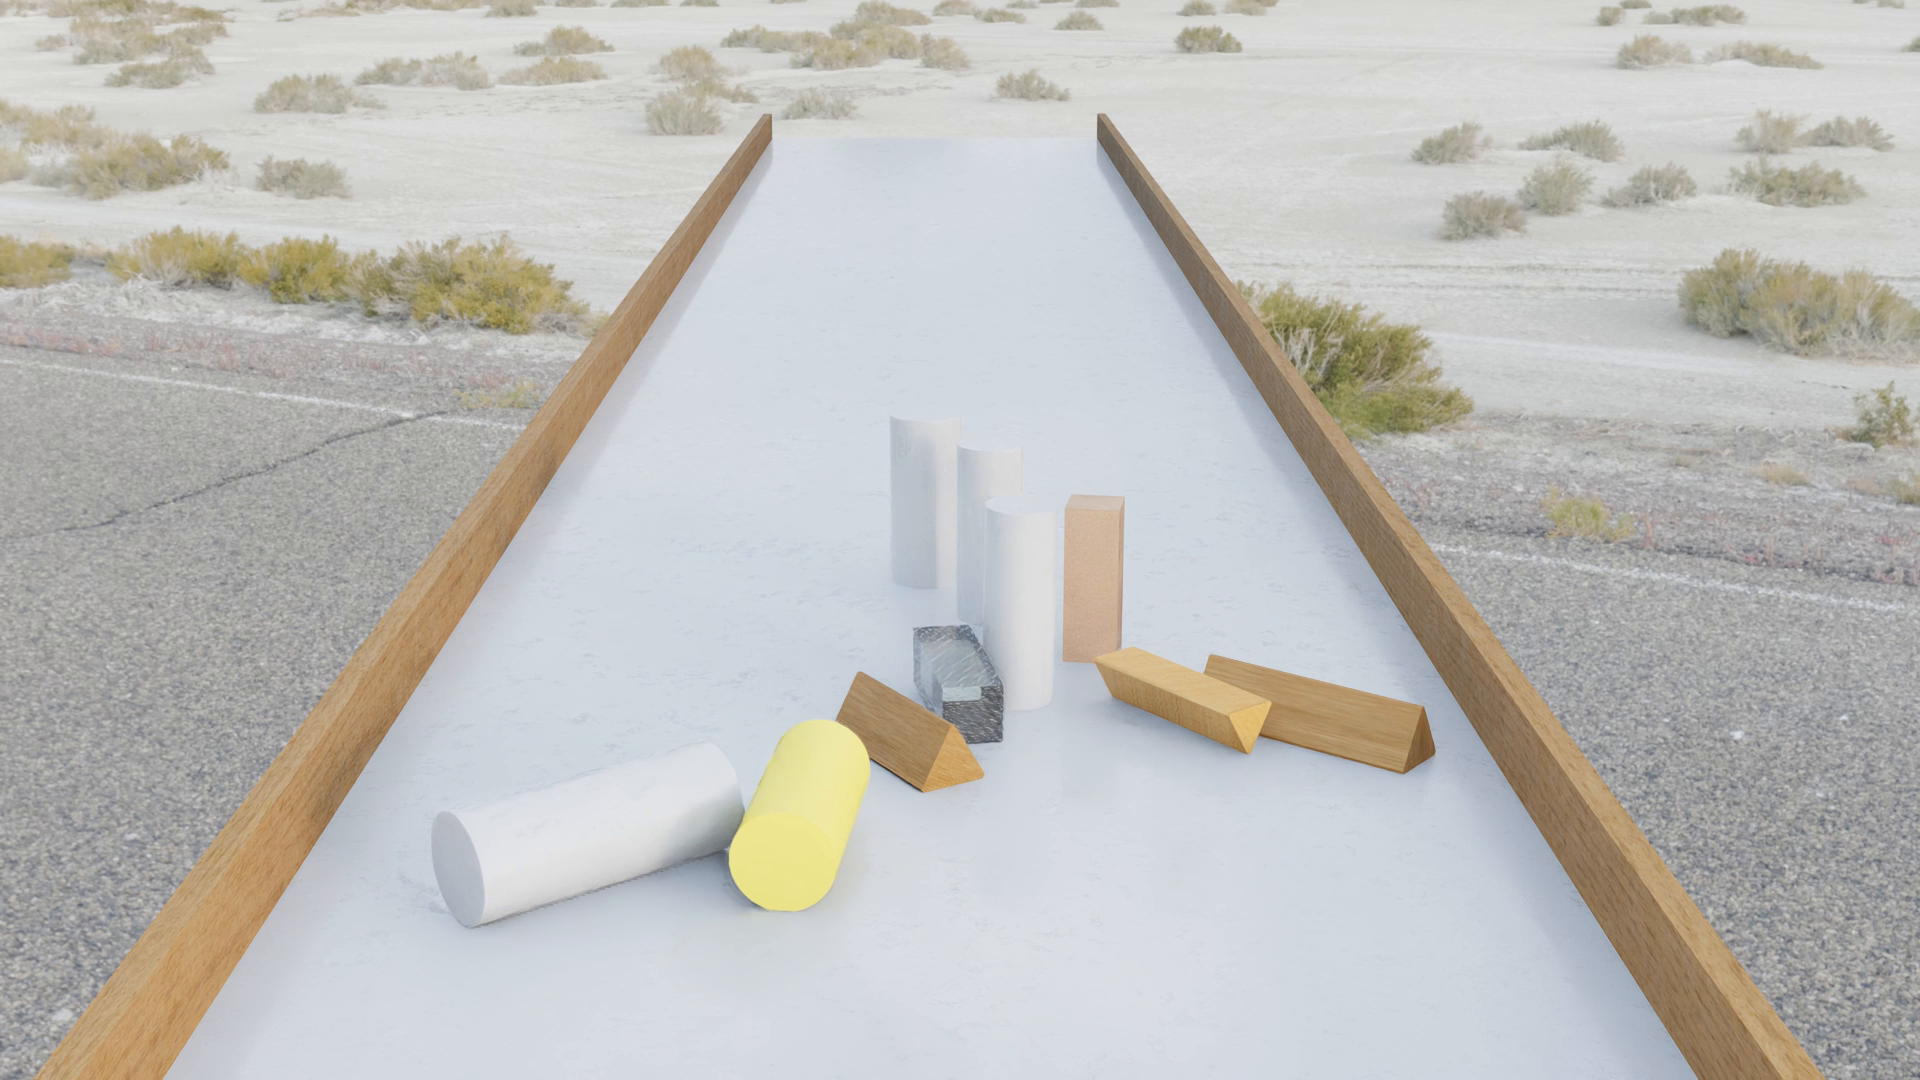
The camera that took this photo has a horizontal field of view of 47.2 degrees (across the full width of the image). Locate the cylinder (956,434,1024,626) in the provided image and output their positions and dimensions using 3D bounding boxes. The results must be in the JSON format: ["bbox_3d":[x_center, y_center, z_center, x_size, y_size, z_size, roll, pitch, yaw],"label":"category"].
[{"bbox_3d":[0.064,-0.021,4.631,0.142,0.379,0.142,0,17,0],"label":"cylinder"}]

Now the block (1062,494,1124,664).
[{"bbox_3d":[0.268,0.078,4.404,0.108,0.319,0.108,3,17,9],"label":"block"}]

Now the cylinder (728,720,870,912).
[{"bbox_3d":[-0.250,0.431,3.493,0.163,0.163,0.383,2,17,5],"label":"cylinder"}]

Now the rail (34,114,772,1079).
[{"bbox_3d":[-1.118,-0.838,7.780,0.050,0.150,12.000,0,17,-1],"label":"rail"}]

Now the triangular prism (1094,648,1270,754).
[{"bbox_3d":[0.416,0.276,4.066,0.089,0.102,0.369,-43,35,-21],"label":"triangular prism"}]

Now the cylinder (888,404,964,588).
[{"bbox_3d":[-0.074,-0.098,4.892,0.165,0.379,0.165,0,17,0],"label":"cylinder"}]

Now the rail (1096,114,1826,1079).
[{"bbox_3d":[0.932,-0.844,7.801,0.050,0.150,12.000,0,17,-1],"label":"rail"}]

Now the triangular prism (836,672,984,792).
[{"bbox_3d":[-0.098,0.331,3.912,0.126,0.109,0.322,-11,20,-31],"label":"triangular prism"}]

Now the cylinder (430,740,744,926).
[{"bbox_3d":[-0.572,0.449,3.405,0.450,0.178,0.178,-13,21,-37],"label":"cylinder"}]

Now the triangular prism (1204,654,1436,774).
[{"bbox_3d":[0.641,0.304,4.006,0.440,0.107,0.123,13,21,37],"label":"triangular prism"}]

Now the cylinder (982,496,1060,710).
[{"bbox_3d":[0.113,0.118,4.153,0.138,0.384,0.138,1,16,0],"label":"cylinder"}]

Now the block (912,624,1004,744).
[{"bbox_3d":[-0.007,0.268,4.129,0.111,0.111,0.344,-3,17,-10],"label":"block"}]
